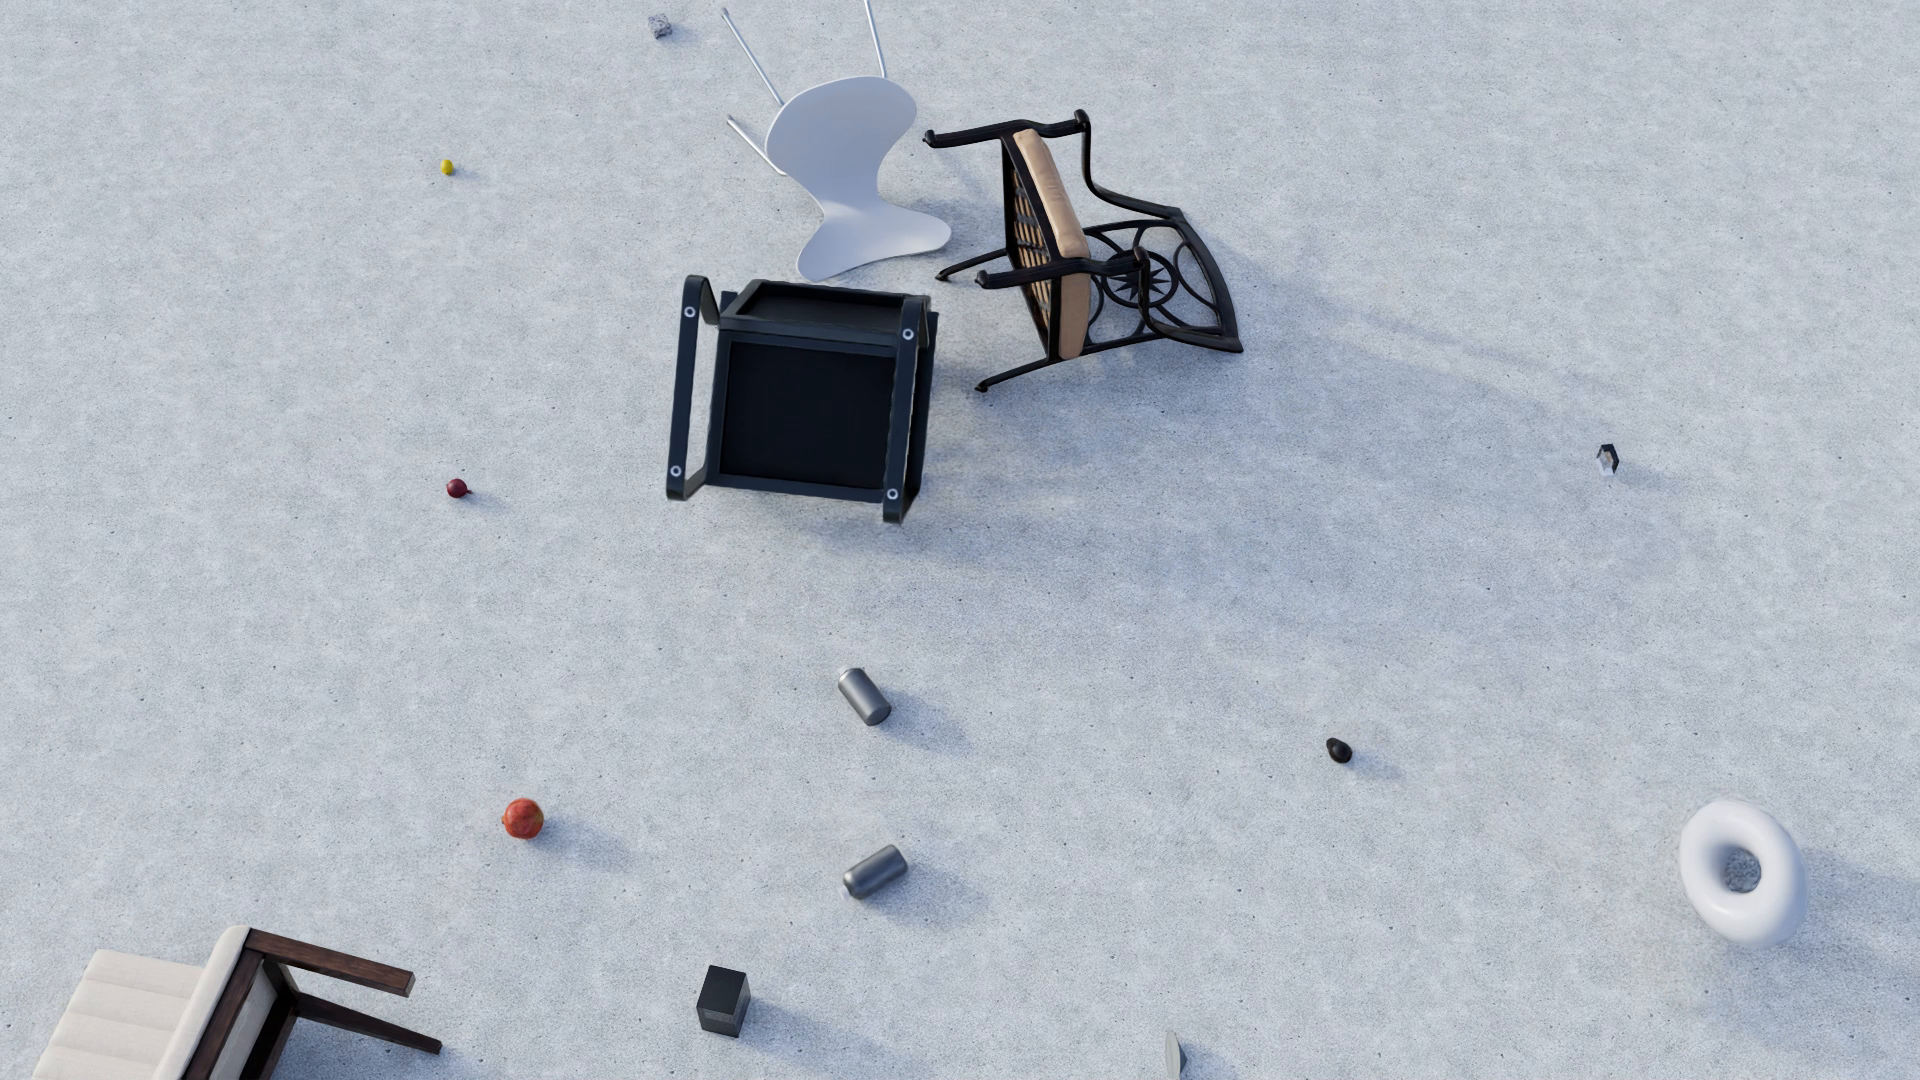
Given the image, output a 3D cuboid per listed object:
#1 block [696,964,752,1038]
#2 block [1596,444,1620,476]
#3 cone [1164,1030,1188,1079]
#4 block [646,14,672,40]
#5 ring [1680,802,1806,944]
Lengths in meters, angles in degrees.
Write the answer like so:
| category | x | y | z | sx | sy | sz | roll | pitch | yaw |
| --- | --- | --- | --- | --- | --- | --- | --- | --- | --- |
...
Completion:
| category | x | y | z | sx | sy | sz | roll | pitch | yaw |
| --- | --- | --- | --- | --- | --- | --- | --- | --- | --- |
| block | -0.610 | 1.192 | 5.680 | 0.098 | 0.157 | 0.118 | 11 | 57 | 8 |
| block | 1.972 | -0.244 | 6.695 | 0.037 | 0.071 | 0.067 | -7 | 56 | -5 |
| cone | 0.567 | 1.335 | 5.663 | 0.049 | 0.060 | 0.142 | 17 | 50 | -27 |
| block | -1.061 | -1.816 | 7.769 | 0.065 | 0.039 | 0.072 | -21 | 59 | -13 |
| ring | 2.075 | 0.880 | 5.831 | 0.312 | 0.129 | 0.448 | -35 | 39 | 20 |
